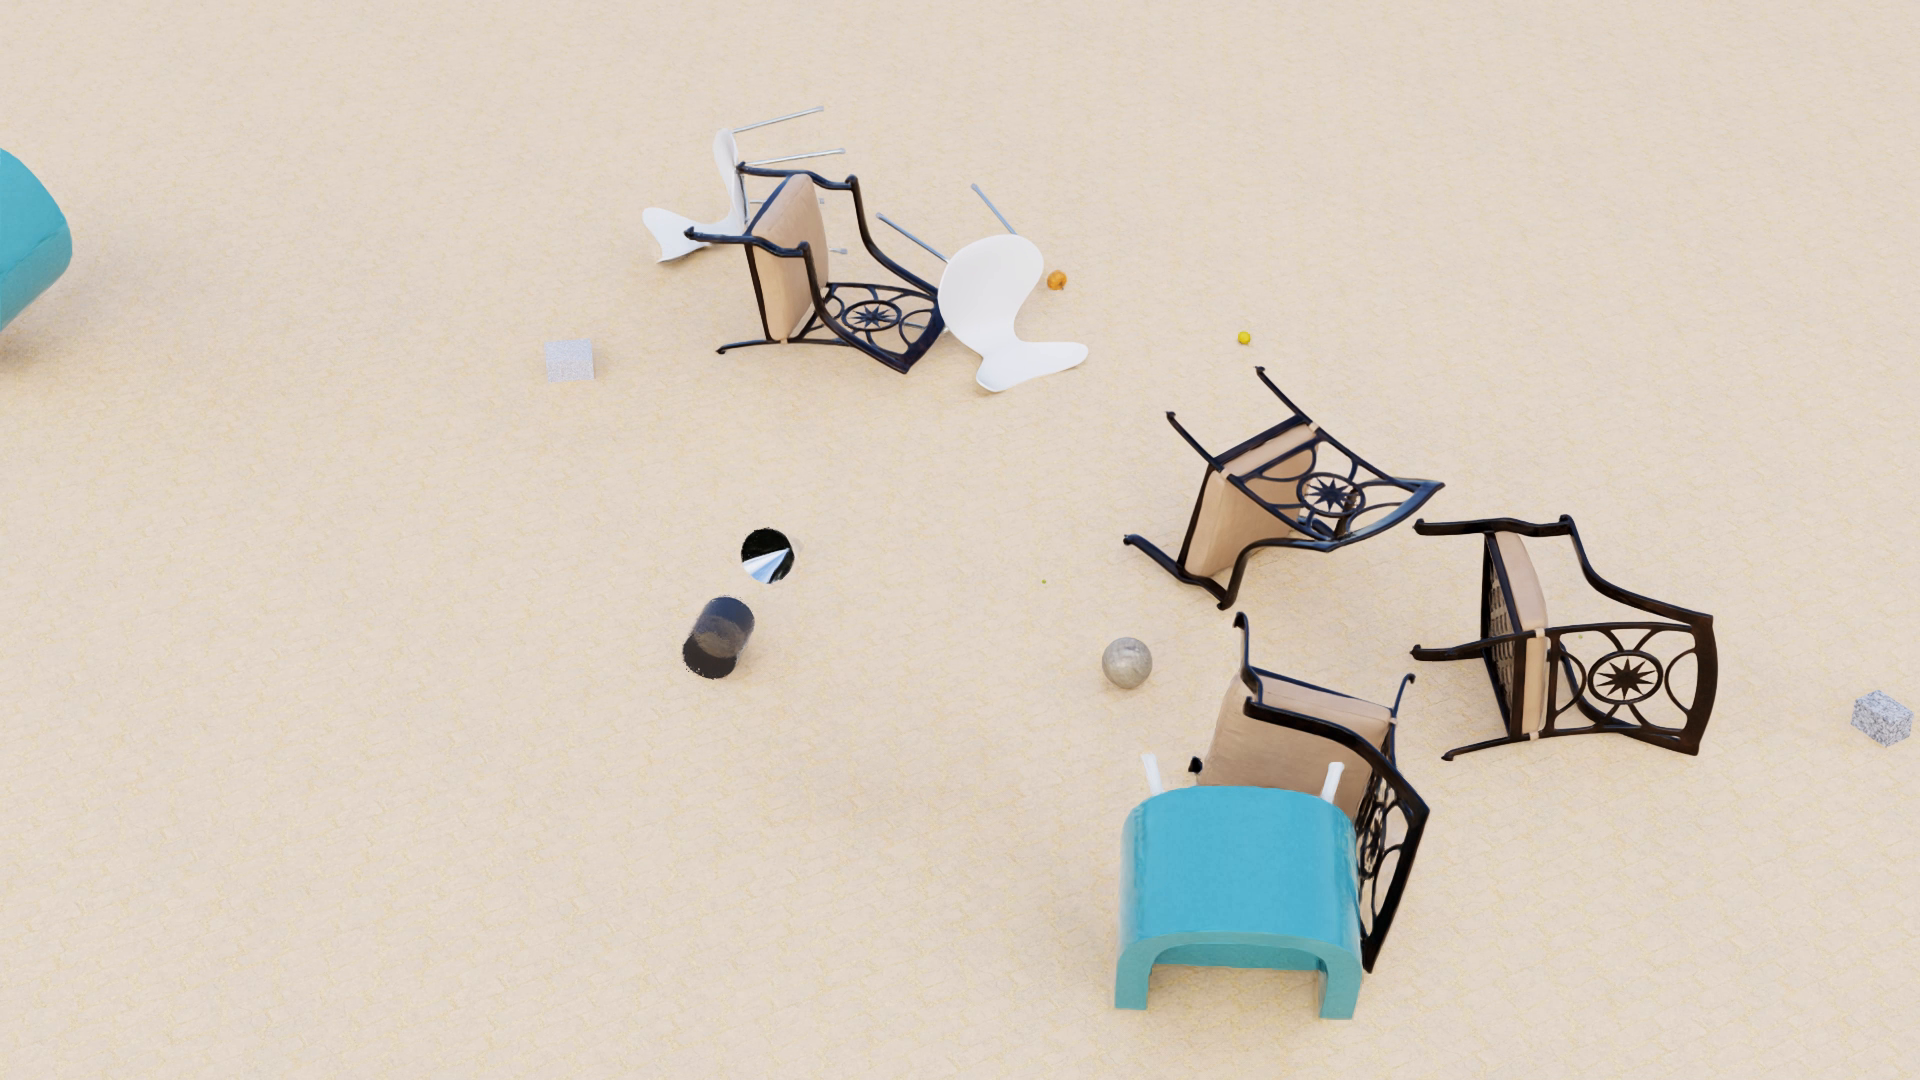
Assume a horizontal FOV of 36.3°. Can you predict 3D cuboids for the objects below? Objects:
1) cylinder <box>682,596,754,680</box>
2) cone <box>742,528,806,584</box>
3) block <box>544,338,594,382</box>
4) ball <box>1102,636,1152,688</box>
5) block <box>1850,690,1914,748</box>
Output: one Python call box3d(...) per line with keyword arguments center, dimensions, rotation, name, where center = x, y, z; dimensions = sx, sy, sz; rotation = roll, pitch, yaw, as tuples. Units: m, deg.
box3d(center=(-0.842, 0.341, 10.246), dimensions=(0.192, 0.201, 0.223), rotation=(36, 35, -9), name="cylinder")
box3d(center=(-0.637, 0.033, 10.804), dimensions=(0.225, 0.203, 0.286), rotation=(-16, 2, 29), name="cone")
box3d(center=(-1.596, -0.733, 11.972), dimensions=(0.187, 0.093, 0.175), rotation=(-5, 34, -7), name="block")
box3d(center=(0.578, 0.424, 10.140), dimensions=(0.177, 0.177, 0.177), rotation=(0, 33, 0), name="ball")
box3d(center=(3.124, 0.604, 9.935), dimensions=(0.111, 0.102, 0.160), rotation=(-20, 38, -27), name="block")
